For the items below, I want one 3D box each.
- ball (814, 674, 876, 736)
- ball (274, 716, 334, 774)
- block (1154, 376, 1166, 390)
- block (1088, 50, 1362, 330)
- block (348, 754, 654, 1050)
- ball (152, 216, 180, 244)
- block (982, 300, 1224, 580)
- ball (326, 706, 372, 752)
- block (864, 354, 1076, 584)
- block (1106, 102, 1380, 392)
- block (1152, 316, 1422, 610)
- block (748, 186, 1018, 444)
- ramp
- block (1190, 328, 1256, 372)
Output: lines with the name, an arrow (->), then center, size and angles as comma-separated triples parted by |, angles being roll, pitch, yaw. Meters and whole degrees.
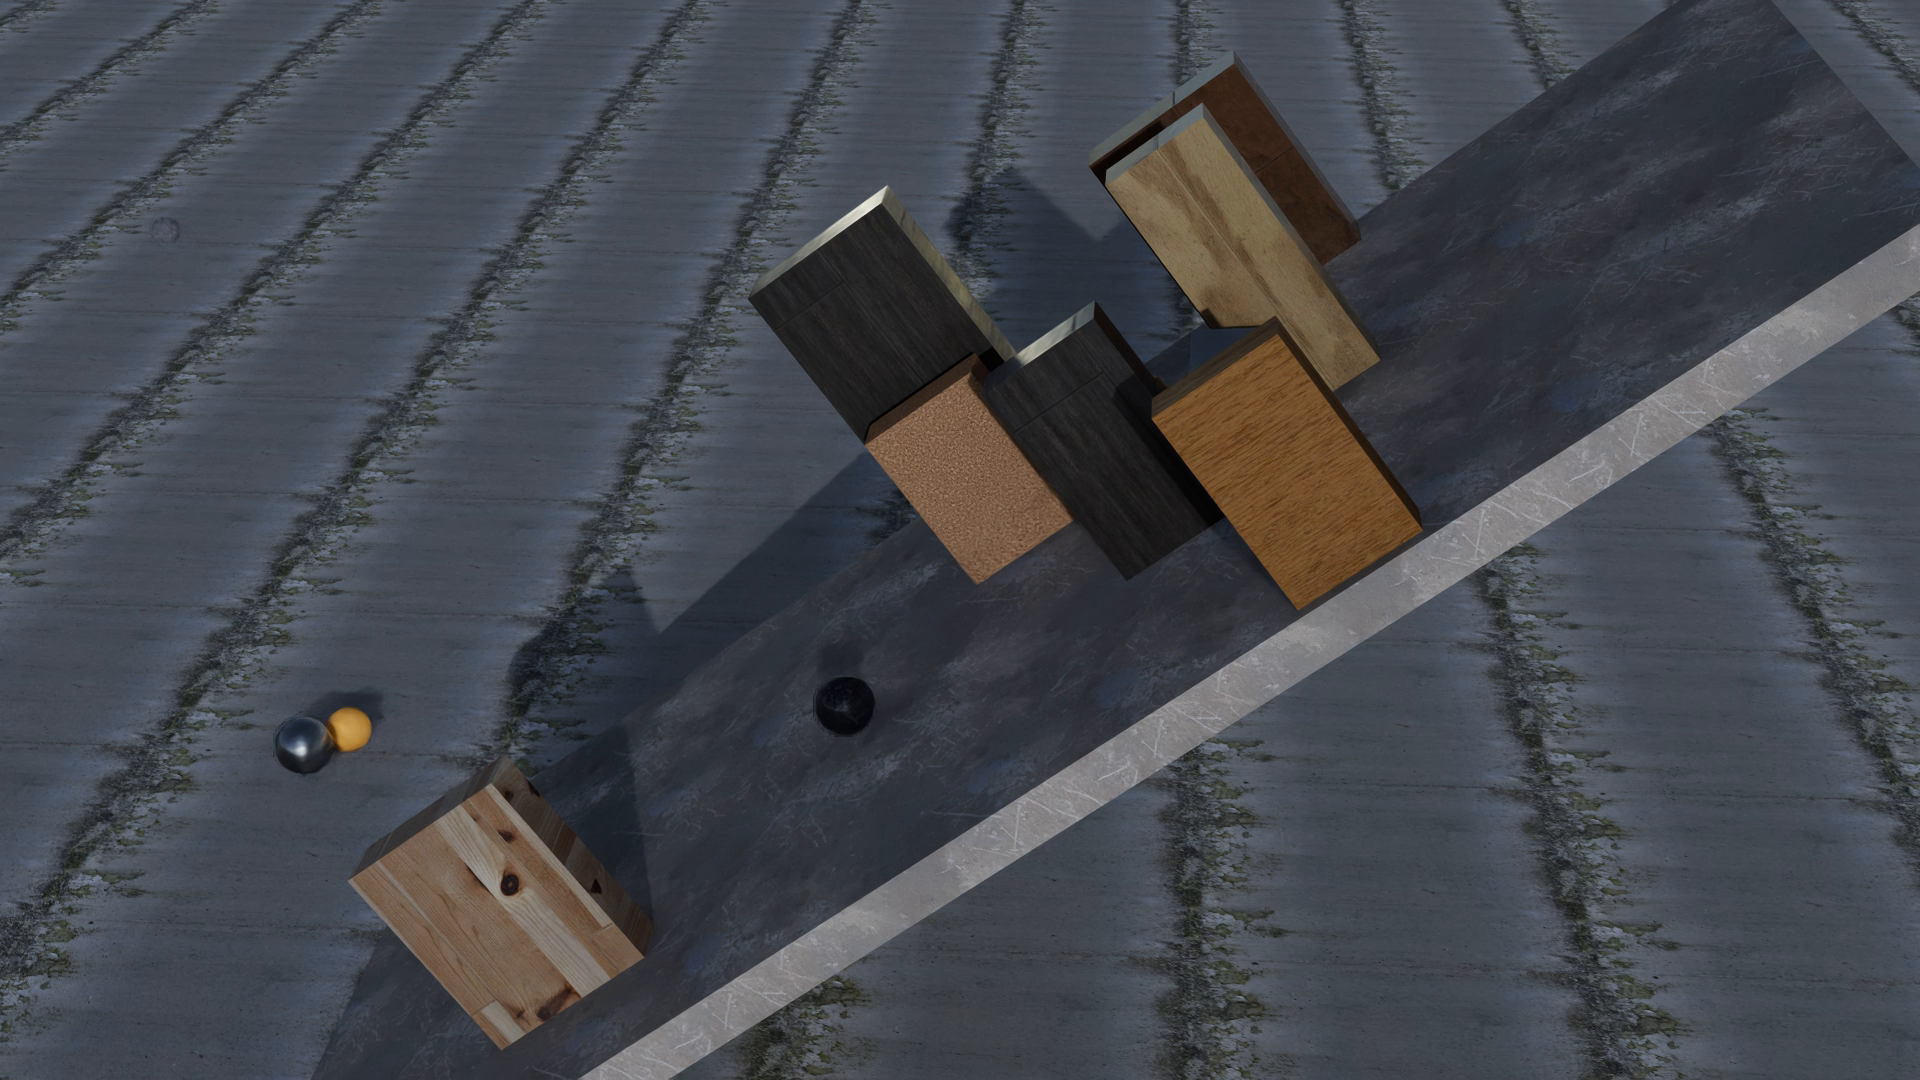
ball -> -0.244, 0.350, 6.248 | 0.129, 0.129, 0.129 | 0, 22, 0
ball -> -1.869, 0.586, 8.380 | 0.164, 0.164, 0.164 | 0, 22, 0
block -> 0.386, -0.238, 6.421 | 0.165, 0.165, 0.165 | -44, 16, -18
block -> 0.617, -0.805, 6.853 | 0.408, 0.512, 0.142 | -34, 16, 16
block -> -0.936, 0.744, 6.025 | 0.387, 0.484, 0.131 | -34, 16, 16
ball -> -3.573, -1.393, 13.233 | 0.123, 0.123, 0.123 | 0, 22, 0
block -> 0.302, -0.197, 5.886 | 0.272, 0.489, 0.118 | -34, 16, 16
ball -> -1.768, 0.548, 8.515 | 0.131, 0.131, 0.131 | 0, 22, 0
block -> 0.034, -0.156, 6.525 | 0.293, 0.409, 0.129 | -34, 16, 16
block -> 0.581, -0.564, 6.034 | 0.241, 0.628, 0.122 | -34, 16, 16
block -> 0.575, -0.133, 5.172 | 0.265, 0.446, 0.103 | -34, 16, 16
block -> -0.084, -0.374, 6.706 | 0.380, 0.783, 0.144 | -34, 16, 16
ramp -> 0.130, 0.178, 6.319 | 4.000, 0.100, 2.000 | -34, 16, 16
block -> 0.566, -0.305, 5.937 | 0.180, 0.180, 0.180 | -2, 65, 13
